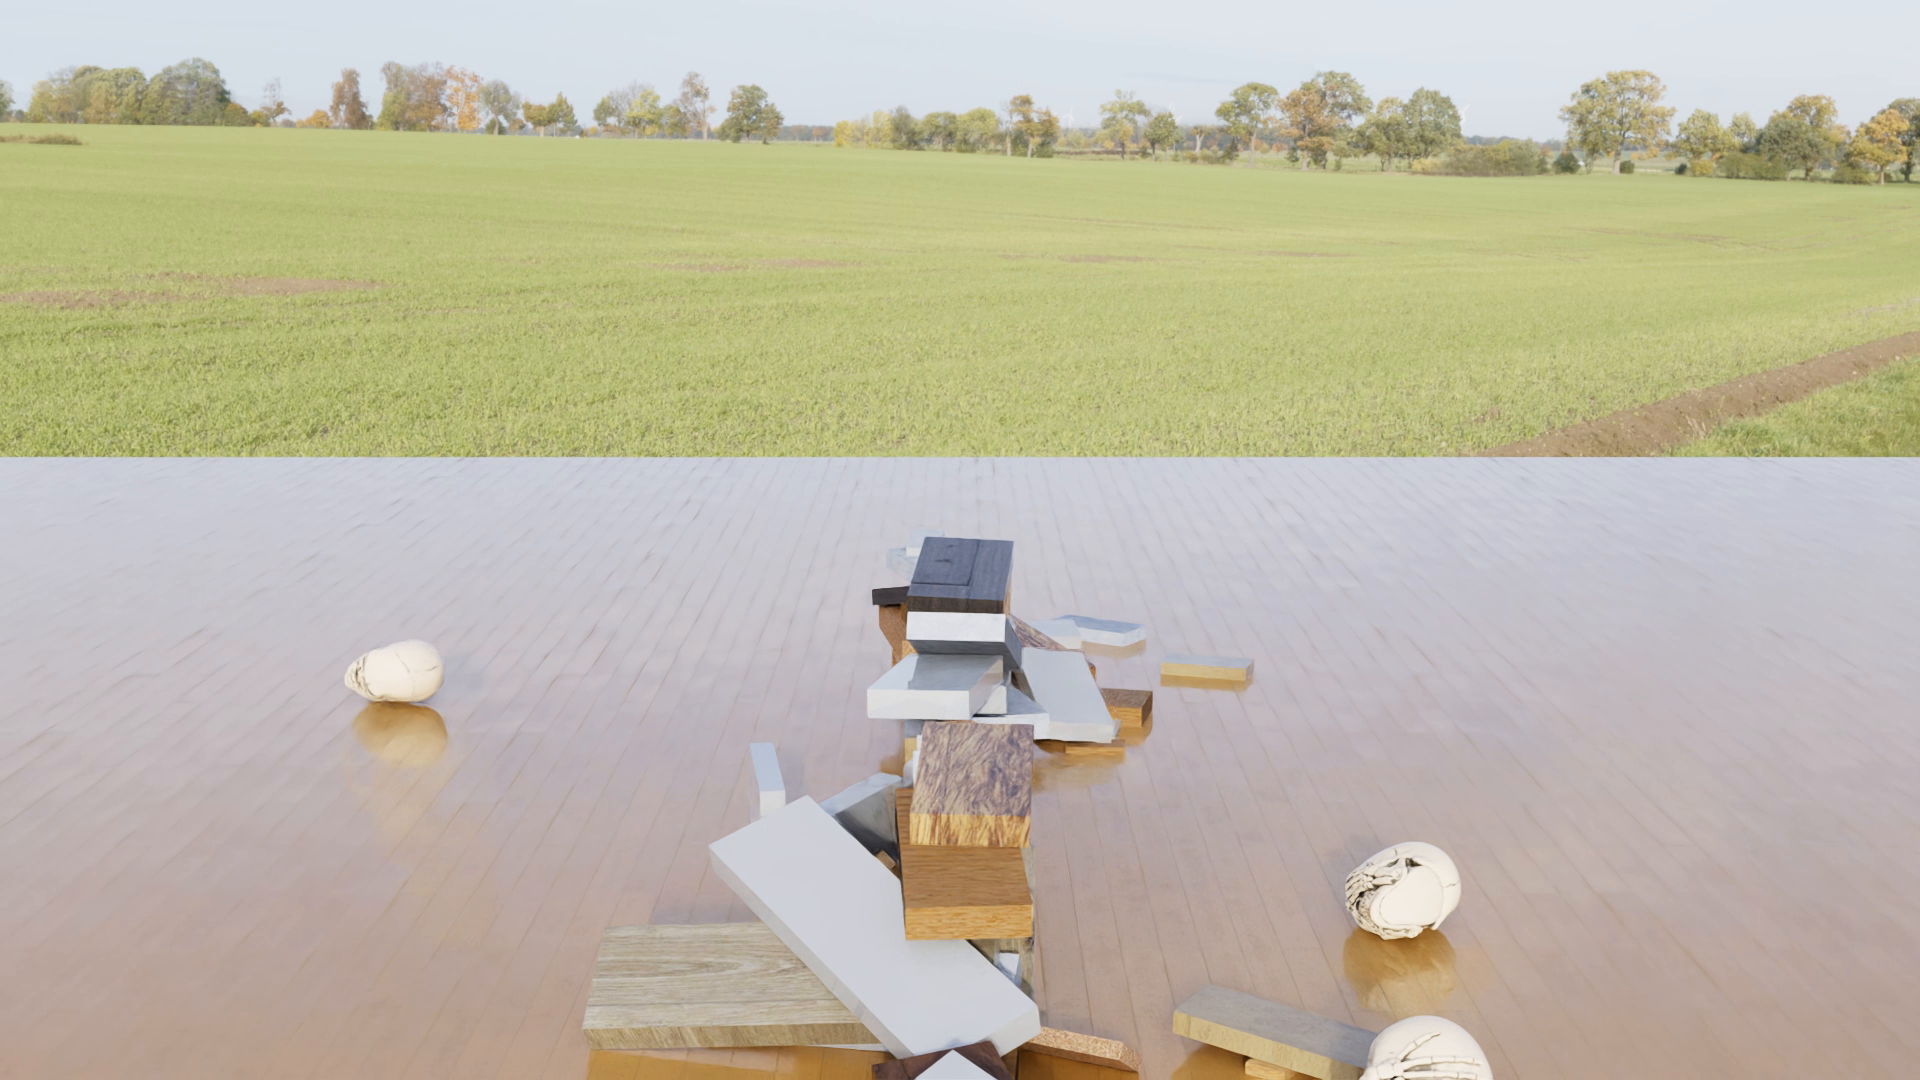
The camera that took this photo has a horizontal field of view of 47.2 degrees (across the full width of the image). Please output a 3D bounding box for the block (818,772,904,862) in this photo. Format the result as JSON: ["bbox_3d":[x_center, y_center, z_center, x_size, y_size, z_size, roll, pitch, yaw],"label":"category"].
[{"bbox_3d":[-0.198,0.510,3.632,0.047,0.167,0.335,9,14,26],"label":"block"}]

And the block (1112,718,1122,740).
[{"bbox_3d":[0.304,0.401,4.637,0.062,0.018,0.124,2,11,10],"label":"block"}]

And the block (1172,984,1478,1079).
[{"bbox_3d":[0.491,0.687,2.977,0.394,0.033,0.115,11,15,30],"label":"block"}]

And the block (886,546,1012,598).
[{"bbox_3d":[-0.024,0.069,4.508,0.139,0.039,0.277,-9,21,-29],"label":"block"}]

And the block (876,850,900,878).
[{"bbox_3d":[-0.157,0.563,3.421,0.024,0.169,0.085,43,-7,-17],"label":"block"}]

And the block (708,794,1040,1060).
[{"bbox_3d":[-0.130,0.543,3.027,0.170,0.048,0.579,-25,36,-25],"label":"block"}]

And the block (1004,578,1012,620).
[{"bbox_3d":[0.020,0.108,4.159,0.151,0.043,0.301,2,18,2],"label":"block"}]

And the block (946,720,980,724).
[{"bbox_3d":[0.028,0.335,3.691,0.085,0.024,0.170,-14,-26,38],"label":"block"}]

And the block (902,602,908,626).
[{"bbox_3d":[-0.039,0.177,4.718,0.128,0.036,0.256,-3,11,-12],"label":"block"}]

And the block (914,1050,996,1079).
[{"bbox_3d":[0.023,0.692,2.540,0.130,0.037,0.259,-33,30,-26],"label":"block"}]

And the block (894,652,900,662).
[{"bbox_3d":[-0.043,0.272,4.965,0.176,0.050,0.353,-2,11,-8],"label":"block"}]

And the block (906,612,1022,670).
[{"bbox_3d":[0.012,0.184,3.944,0.170,0.048,0.339,1,-12,7],"label":"block"}]

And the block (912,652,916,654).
[{"bbox_3d":[0.002,0.241,4.392,0.168,0.048,0.336,-2,-4,-6],"label":"block"}]

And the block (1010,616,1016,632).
[{"bbox_3d":[0.021,0.144,4.411,0.139,0.039,0.277,-1,19,-8],"label":"block"}]

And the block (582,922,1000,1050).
[{"bbox_3d":[-0.230,0.614,3.055,0.564,0.049,0.174,-3,43,8],"label":"block"}]

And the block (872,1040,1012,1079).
[{"bbox_3d":[0.013,0.722,2.629,0.157,0.044,0.314,-8,24,-16],"label":"block"}]

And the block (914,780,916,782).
[{"bbox_3d":[0.004,0.482,3.555,0.156,0.312,0.044,0,55,-1],"label":"block"}]

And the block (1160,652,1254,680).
[{"bbox_3d":[0.581,0.297,5.167,0.201,0.028,0.100,4,11,18],"label":"block"}]

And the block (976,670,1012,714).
[{"bbox_3d":[0.006,0.272,4.044,0.168,0.048,0.336,-1,4,3],"label":"block"}]

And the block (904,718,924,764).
[{"bbox_3d":[-0.022,0.362,4.178,0.166,0.047,0.331,0,8,-2],"label":"block"}]

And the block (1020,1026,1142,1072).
[{"bbox_3d":[0.153,0.685,2.975,0.169,0.024,0.085,5,-21,26],"label":"block"}]

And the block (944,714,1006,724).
[{"bbox_3d":[0.024,0.315,3.788,0.085,0.024,0.170,0,-2,-8],"label":"block"}]

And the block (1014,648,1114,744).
[{"bbox_3d":[0.213,0.324,4.614,0.151,0.043,0.301,4,26,-13],"label":"block"}]

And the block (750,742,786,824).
[{"bbox_3d":[-0.341,0.473,3.886,0.043,0.152,0.303,-2,11,-9],"label":"block"}]

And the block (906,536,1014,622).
[{"bbox_3d":[0.004,0.074,4.115,0.174,0.049,0.347,3,18,4],"label":"block"}]

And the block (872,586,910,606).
[{"bbox_3d":[-0.074,0.119,4.882,0.128,0.036,0.256,-2,-3,-34],"label":"block"}]

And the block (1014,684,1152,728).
[{"bbox_3d":[0.258,0.359,4.794,0.303,0.043,0.152,3,11,14],"label":"block"}]

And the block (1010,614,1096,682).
[{"bbox_3d":[0.112,0.241,5.159,0.152,0.043,0.520,-10,22,-28],"label":"block"}]

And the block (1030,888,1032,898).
[{"bbox_3d":[0.060,0.512,3.091,0.085,0.024,0.169,1,-2,2],"label":"block"}]

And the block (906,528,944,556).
[{"bbox_3d":[-0.072,0.006,4.605,0.065,0.018,0.130,3,18,5],"label":"block"}]

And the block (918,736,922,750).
[{"bbox_3d":[-0.005,0.327,3.538,0.085,0.024,0.170,-2,-6,15],"label":"block"}]

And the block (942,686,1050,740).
[{"bbox_3d":[0.033,0.315,4.179,0.168,0.048,0.393,-2,8,-14],"label":"block"}]

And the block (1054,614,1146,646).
[{"bbox_3d":[0.340,0.227,5.534,0.230,0.033,0.115,7,13,33],"label":"block"}]

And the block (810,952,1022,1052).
[{"bbox_3d":[-0.071,0.641,3.066,0.295,0.042,0.148,2,45,13],"label":"block"}]

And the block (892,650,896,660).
[{"bbox_3d":[-0.056,0.281,5.257,0.201,0.028,0.100,9,14,41],"label":"block"}]

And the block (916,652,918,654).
[{"bbox_3d":[0.007,0.123,4.291,0.151,0.043,0.301,4,38,4],"label":"block"}]

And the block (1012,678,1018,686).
[{"bbox_3d":[0.107,0.303,5.138,0.100,0.028,0.201,0,11,1],"label":"block"}]

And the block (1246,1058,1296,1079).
[{"bbox_3d":[0.440,0.706,2.998,0.058,0.016,0.115,7,12,32],"label":"block"}]

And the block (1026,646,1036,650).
[{"bbox_3d":[0.173,0.275,4.972,0.062,0.018,0.124,-11,23,-32],"label":"block"}]

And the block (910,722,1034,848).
[{"bbox_3d":[0.022,0.354,3.222,0.167,0.047,0.335,1,18,3],"label":"block"}]

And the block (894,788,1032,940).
[{"bbox_3d":[-0.001,0.447,3.085,0.167,0.047,0.385,-1,18,-4],"label":"block"}]

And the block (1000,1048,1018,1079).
[{"bbox_3d":[-0.010,0.725,2.822,0.157,0.044,0.314,1,11,4],"label":"block"}]

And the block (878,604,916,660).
[{"bbox_3d":[-0.066,0.201,4.823,0.176,0.050,0.353,-2,11,-10],"label":"block"}]

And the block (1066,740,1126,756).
[{"bbox_3d":[0.278,0.425,4.509,0.124,0.018,0.062,1,11,3],"label":"block"}]

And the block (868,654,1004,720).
[{"bbox_3d":[-0.038,0.249,3.766,0.170,0.048,0.339,0,7,11],"label":"block"}]

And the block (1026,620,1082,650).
[{"bbox_3d":[0.101,0.233,5.301,0.368,0.033,0.115,-2,18,-8],"label":"block"}]

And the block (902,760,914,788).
[{"bbox_3d":[-0.003,0.407,3.922,0.155,0.044,0.310,2,-14,-10],"label":"block"}]

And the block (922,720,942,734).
[{"bbox_3d":[-0.046,0.318,3.812,0.018,0.064,0.128,12,-5,6],"label":"block"}]

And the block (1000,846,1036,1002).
[{"bbox_3d":[0.034,0.574,3.186,0.148,0.042,0.295,1,46,2],"label":"block"}]

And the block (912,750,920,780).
[{"bbox_3d":[0.011,0.363,3.552,0.156,0.044,0.312,0,-6,2],"label":"block"}]
